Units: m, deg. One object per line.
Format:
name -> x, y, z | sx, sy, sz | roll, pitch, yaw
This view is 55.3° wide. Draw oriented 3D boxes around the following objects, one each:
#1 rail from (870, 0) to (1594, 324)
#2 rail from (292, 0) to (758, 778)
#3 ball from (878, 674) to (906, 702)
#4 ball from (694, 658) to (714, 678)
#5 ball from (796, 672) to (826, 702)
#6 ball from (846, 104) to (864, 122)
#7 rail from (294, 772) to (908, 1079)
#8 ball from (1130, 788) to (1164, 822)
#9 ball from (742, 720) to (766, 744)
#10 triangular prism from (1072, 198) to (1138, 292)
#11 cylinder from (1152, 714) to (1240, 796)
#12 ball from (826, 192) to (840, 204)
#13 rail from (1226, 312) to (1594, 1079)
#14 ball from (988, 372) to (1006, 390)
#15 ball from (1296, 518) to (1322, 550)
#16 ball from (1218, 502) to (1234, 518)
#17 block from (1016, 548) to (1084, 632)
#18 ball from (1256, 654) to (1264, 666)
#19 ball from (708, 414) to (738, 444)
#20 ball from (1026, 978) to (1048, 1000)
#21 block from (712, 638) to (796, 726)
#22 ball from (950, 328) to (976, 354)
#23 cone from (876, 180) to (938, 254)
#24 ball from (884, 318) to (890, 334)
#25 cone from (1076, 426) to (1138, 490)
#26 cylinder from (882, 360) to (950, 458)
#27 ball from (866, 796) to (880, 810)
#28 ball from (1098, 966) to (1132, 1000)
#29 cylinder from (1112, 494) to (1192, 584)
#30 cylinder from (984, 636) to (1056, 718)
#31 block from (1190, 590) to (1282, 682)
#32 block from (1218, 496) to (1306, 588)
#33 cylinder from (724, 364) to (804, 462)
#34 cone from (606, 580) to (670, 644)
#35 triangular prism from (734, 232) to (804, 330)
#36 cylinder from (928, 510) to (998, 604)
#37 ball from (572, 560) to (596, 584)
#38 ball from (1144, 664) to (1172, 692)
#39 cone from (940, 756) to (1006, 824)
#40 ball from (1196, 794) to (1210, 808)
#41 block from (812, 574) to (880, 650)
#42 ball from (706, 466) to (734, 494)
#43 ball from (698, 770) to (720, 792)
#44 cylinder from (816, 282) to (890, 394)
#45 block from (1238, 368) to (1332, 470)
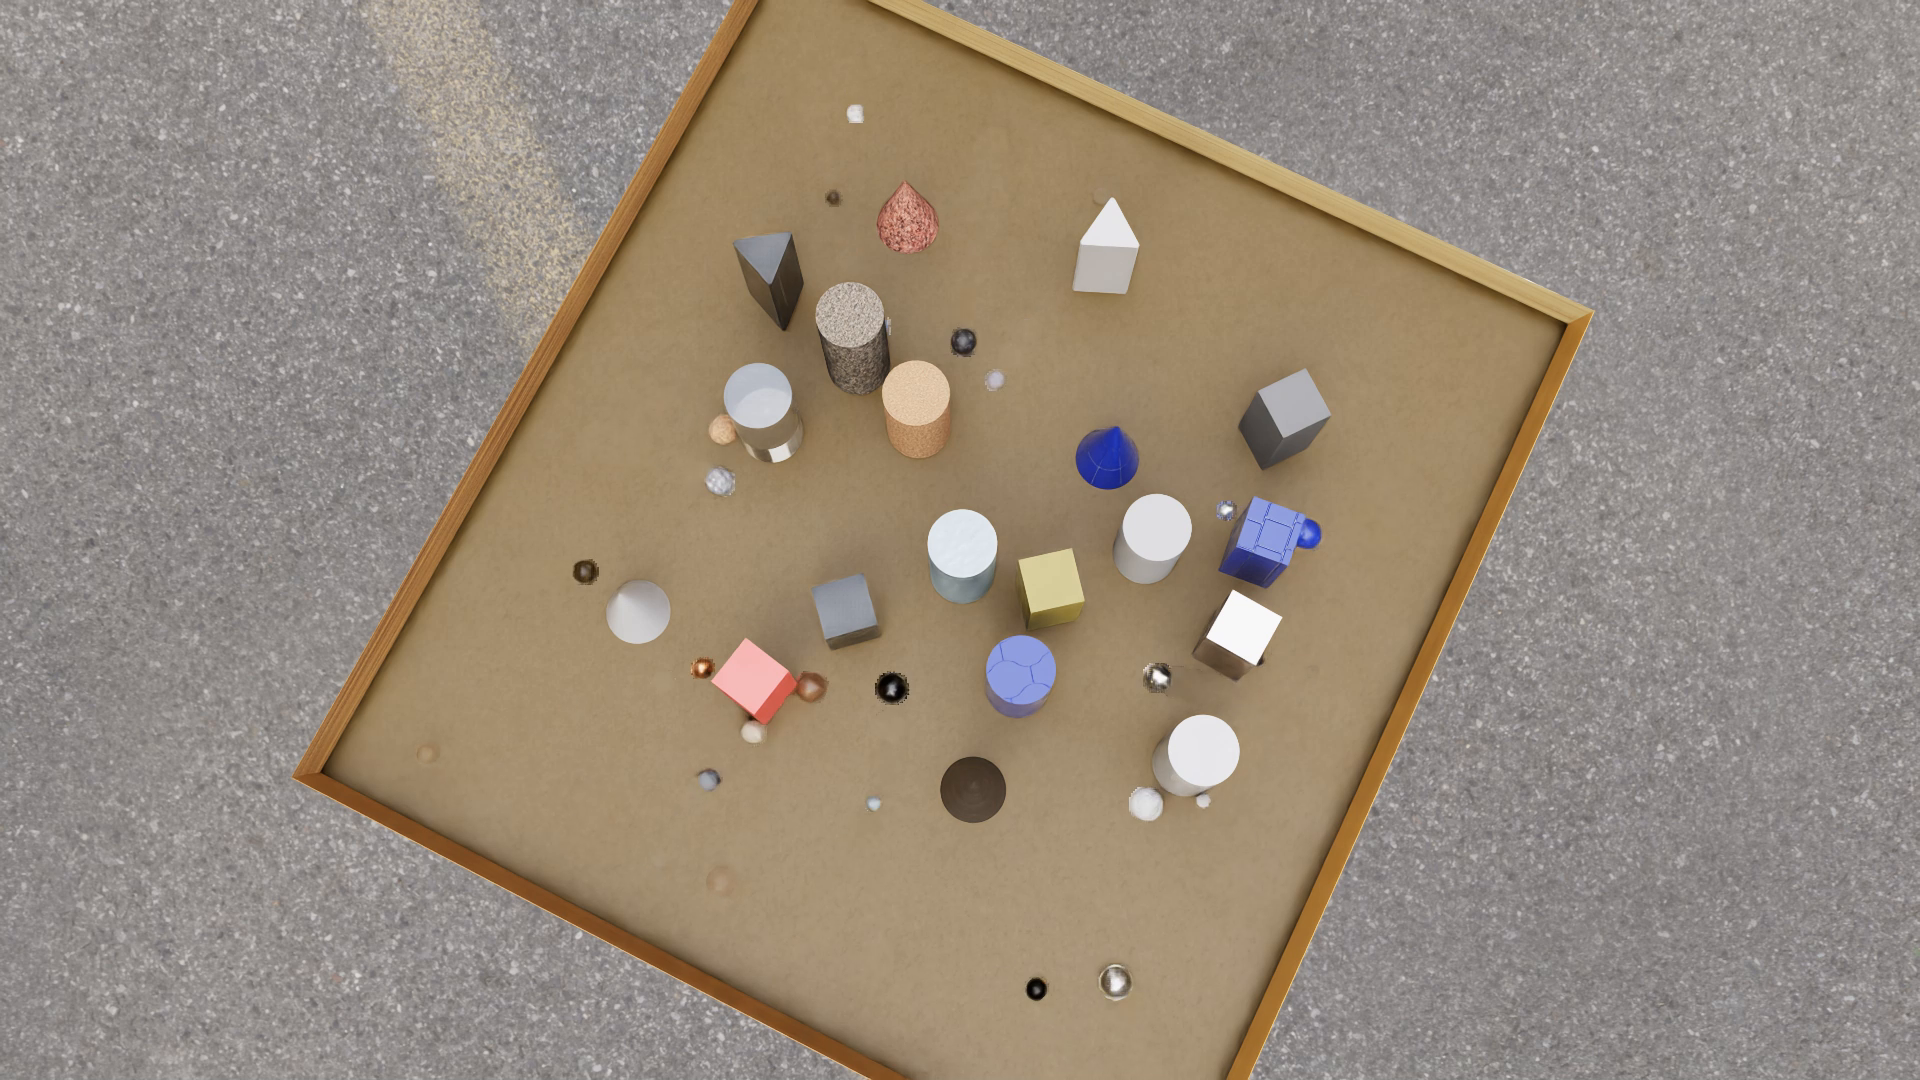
rail -> 0.665, -1.296, 5.818 | 2.852, 0.128, 0.045 | 26, 80, 5
rail -> -1.254, -0.607, 5.676 | 0.045, 0.128, 3.022 | 26, 80, 5
ball -> -0.204, 0.443, 5.480 | 0.088, 0.088, 0.088 | 0, 78, 0
ball -> -0.772, 0.387, 5.506 | 0.060, 0.060, 0.060 | 0, 78, 0
ball -> -0.444, 0.440, 5.480 | 0.090, 0.090, 0.090 | 0, 78, 0
ball -> -0.335, -1.369, 5.872 | 0.055, 0.055, 0.055 | 0, 78, 0
rail -> -0.665, 1.309, 5.279 | 2.852, 0.128, 0.045 | 26, 80, 5
ball -> 0.551, 0.781, 5.405 | 0.098, 0.098, 0.098 | 0, 78, 0
ball -> -0.615, 0.571, 5.456 | 0.072, 0.072, 0.072 | 0, 78, 0
triangular prism -> 0.445, -0.898, 5.595 | 0.171, 0.406, 0.148 | 4, 78, 1
cylinder -> 0.673, 0.624, 5.267 | 0.197, 0.431, 0.197 | 0, 78, 0
ball -> -0.402, -1.086, 5.820 | 0.042, 0.042, 0.042 | 0, 78, 0
rail -> 1.254, 0.621, 5.422 | 0.045, 0.128, 3.022 | 26, 80, 5
ball -> 0.113, -0.496, 5.691 | 0.056, 0.056, 0.056 | 0, 78, 0
ball -> 1.038, -0.018, 5.500 | 0.094, 0.094, 0.094 | 0, 78, 0
ball -> 0.816, -0.091, 5.607 | 0.049, 0.049, 0.049 | 0, 78, 0
block -> 0.262, 0.150, 5.411 | 0.158, 0.341, 0.158 | -12, 79, -3
ball -> 0.897, 0.358, 5.521 | 0.043, 0.043, 0.043 | 0, 78, 0
ball -> -0.728, -0.340, 5.641 | 0.090, 0.090, 0.090 | 0, 78, 0
ball -> 0.222, 1.304, 5.315 | 0.062, 0.062, 0.062 | 0, 78, 0
block -> -0.600, 0.419, 5.377 | 0.158, 0.299, 0.158 | 37, 81, 7
ball -> 0.011, -0.617, 5.703 | 0.082, 0.082, 0.082 | 0, 78, 0
cone -> -0.166, -1.040, 5.650 | 0.197, 0.356, 0.197 | 0, 78, 0
ball -> -0.251, -0.666, 5.716 | 0.063, 0.063, 0.063 | 0, 78, 0
cone -> 0.456, -0.291, 5.479 | 0.197, 0.387, 0.197 | 0, 78, 0
cylinder -> -0.128, -0.388, 5.502 | 0.197, 0.381, 0.197 | 0, 78, 0
ball -> -0.256, 0.781, 5.434 | 0.041, 0.041, 0.041 | 0, 78, 0
ball -> 0.450, 1.280, 5.301 | 0.098, 0.098, 0.098 | 0, 78, 0
cylinder -> 0.565, 0.001, 5.430 | 0.197, 0.365, 0.197 | 0, 78, 0
cylinder -> 0.173, 0.402, 5.352 | 0.197, 0.355, 0.197 | 0, 78, 0
block -> 0.805, 0.285, 5.367 | 0.158, 0.373, 0.158 | 30, 80, 6
block -> 0.890, 0.012, 5.424 | 0.158, 0.373, 0.158 | 20, 79, 4
cylinder -> -0.584, -0.376, 5.488 | 0.197, 0.404, 0.197 | 0, 78, 0
cone -> -0.978, 0.186, 5.414 | 0.197, 0.321, 0.197 | 0, 78, 0
triangular prism -> -0.551, -0.810, 5.562 | 0.148, 0.435, 0.171 | -40, 81, -8
cylinder -> 0.007, 0.054, 5.383 | 0.197, 0.435, 0.197 | 0, 78, 0
ball -> -1.140, 0.096, 5.560 | 0.071, 0.071, 0.071 | 0, 78, 0
ball -> 0.593, 0.412, 5.490 | 0.082, 0.082, 0.082 | 0, 78, 0
cone -> 0.039, 0.713, 5.310 | 0.197, 0.311, 0.197 | 0, 78, 0
ball -> 0.721, 0.773, 5.435 | 0.042, 0.042, 0.042 | 0, 78, 0
block -> -0.336, 0.216, 5.448 | 0.158, 0.242, 0.158 | -16, 79, -3
ball -> -0.736, -0.181, 5.610 | 0.085, 0.085, 0.085 | 0, 78, 0
ball -> -0.744, 0.713, 5.436 | 0.065, 0.065, 0.065 | 0, 78, 0
cylinder -> -0.316, -0.598, 5.494 | 0.197, 0.482, 0.197 | 0, 78, 0
block -> 0.968, -0.357, 5.492 | 0.158, 0.388, 0.158 | -26, 79, -5
